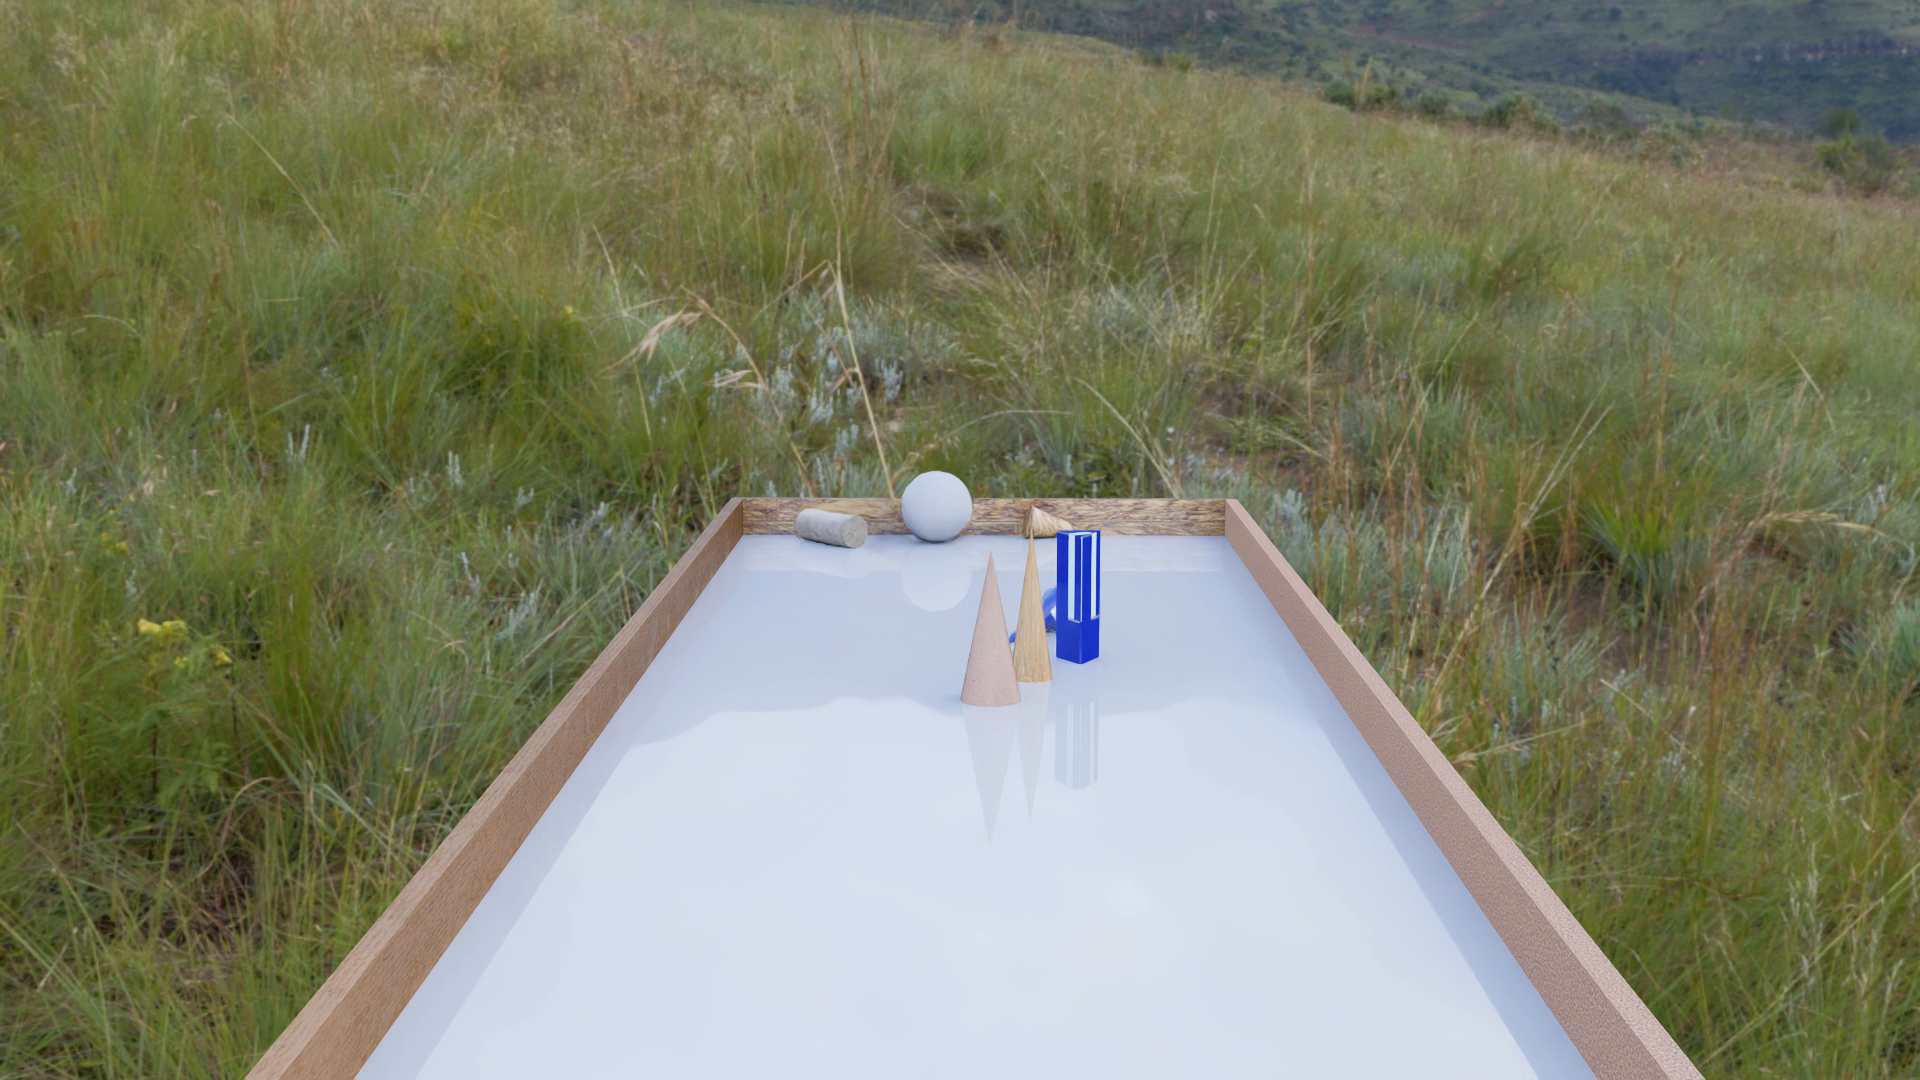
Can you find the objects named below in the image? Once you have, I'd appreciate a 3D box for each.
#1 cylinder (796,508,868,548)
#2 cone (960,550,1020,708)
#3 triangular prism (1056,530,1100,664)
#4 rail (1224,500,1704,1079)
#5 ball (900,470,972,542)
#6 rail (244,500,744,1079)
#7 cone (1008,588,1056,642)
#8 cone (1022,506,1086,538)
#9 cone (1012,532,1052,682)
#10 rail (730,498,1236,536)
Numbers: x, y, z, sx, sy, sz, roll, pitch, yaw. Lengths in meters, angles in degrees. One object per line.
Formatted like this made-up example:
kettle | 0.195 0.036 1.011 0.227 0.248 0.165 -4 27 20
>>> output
cylinder | -0.520 -0.050 8.913 0.129 0.129 0.309 -8 12 -41
cone | 0.086 0.237 6.142 0.172 0.429 0.172 0 9 0
triangular prism | 0.378 0.169 6.692 0.112 0.392 0.129 -6 11 -31
rail | 1.046 0.843 3.208 0.050 0.150 12.000 0 9 1
ball | -0.096 -0.138 8.956 0.289 0.289 0.289 0 9 0
rail | -1.004 0.839 3.234 0.050 0.150 12.000 0 9 1
cone | 0.230 0.274 7.076 0.129 0.129 0.384 5 20 30
cone | 0.431 -0.047 9.091 0.320 0.138 0.138 11 7 -13
cone | 0.208 0.183 6.419 0.126 0.449 0.126 0 9 0
rail | 0.099 -0.098 9.147 2.100 0.150 0.050 0 9 1
